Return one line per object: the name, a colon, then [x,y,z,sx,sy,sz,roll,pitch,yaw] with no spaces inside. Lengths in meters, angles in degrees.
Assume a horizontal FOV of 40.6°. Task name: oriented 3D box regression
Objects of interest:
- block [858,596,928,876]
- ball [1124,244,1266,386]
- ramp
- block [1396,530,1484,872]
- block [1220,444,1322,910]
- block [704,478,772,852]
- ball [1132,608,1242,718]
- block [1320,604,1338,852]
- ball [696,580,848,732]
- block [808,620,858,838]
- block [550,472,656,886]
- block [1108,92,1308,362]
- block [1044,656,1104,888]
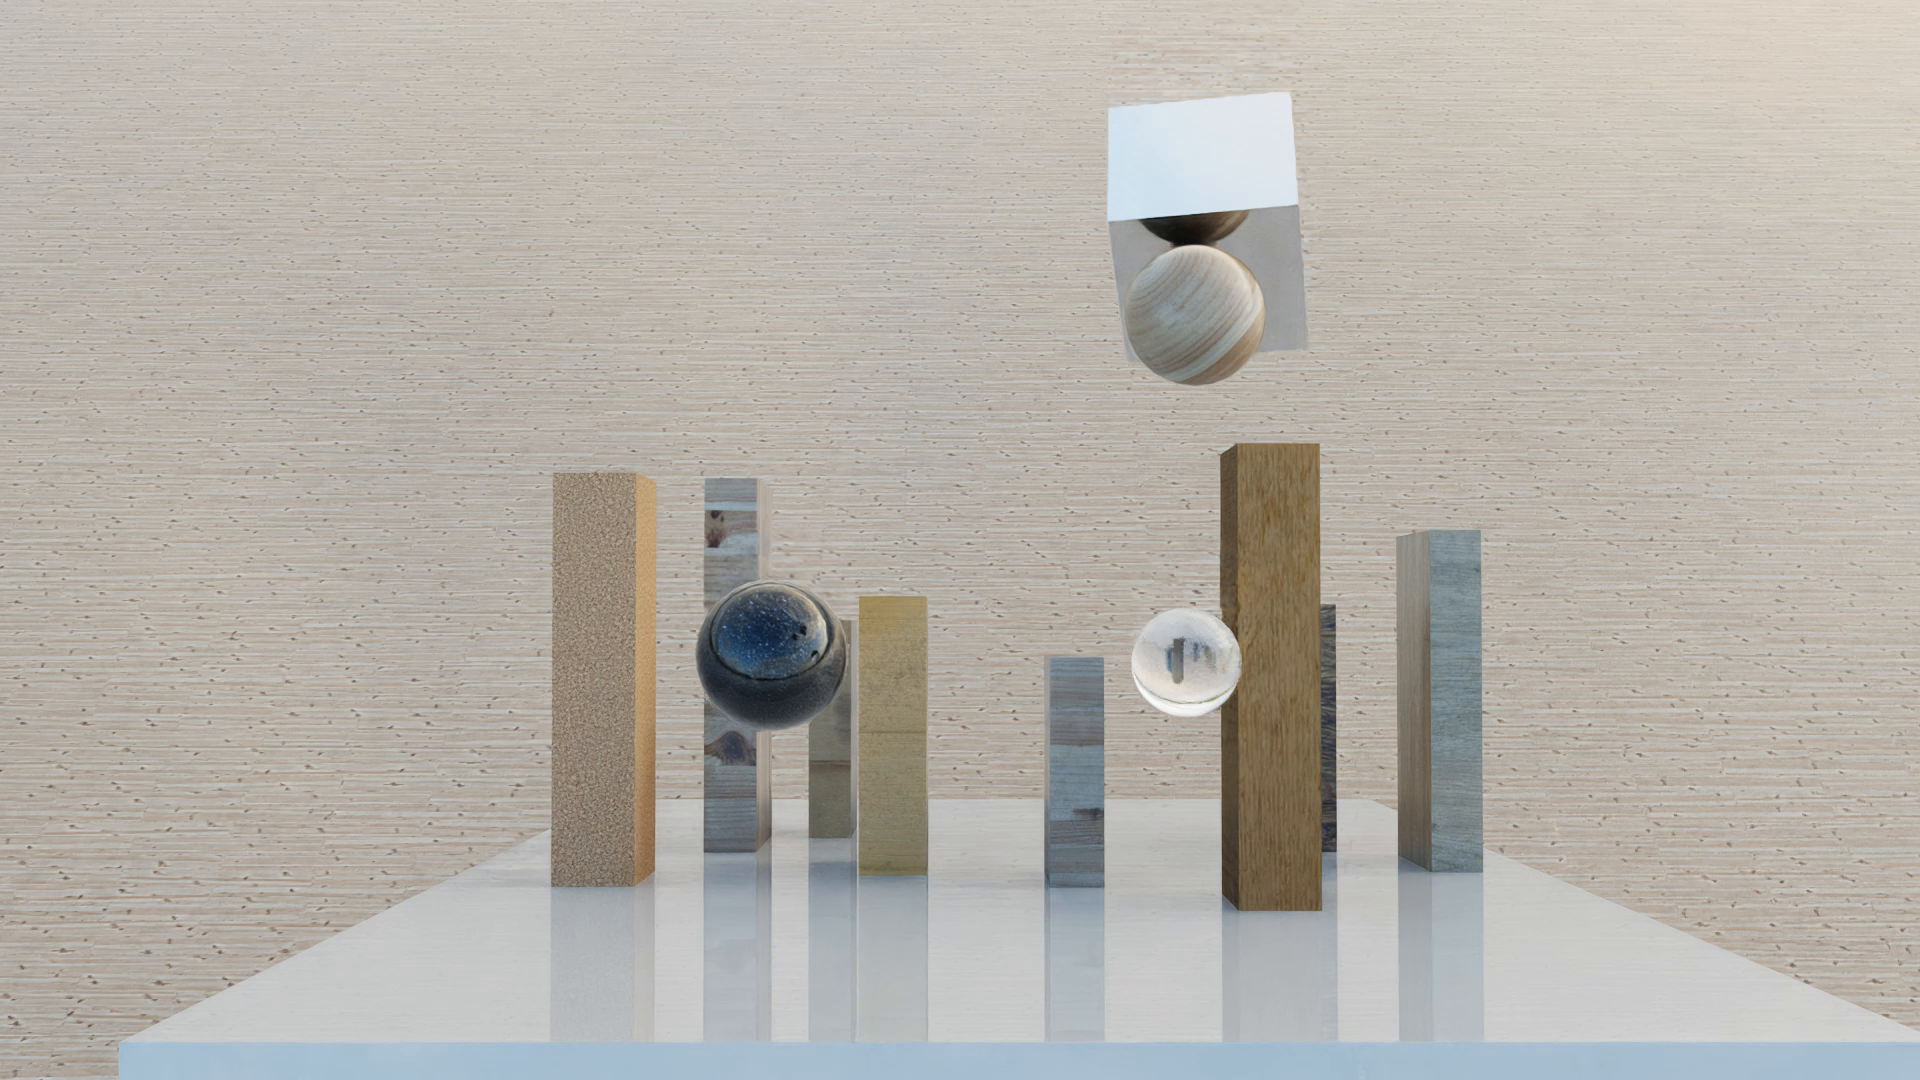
block: [-0.123,0.363,4.913,0.124,0.511,0.306,0,-2,0]
ball: [0.235,-0.225,2.600,0.141,0.141,0.141,0,35,0]
ramp: [0.078,0.667,4.845,2.000,0.100,4.000,0,-2,0]
block: [0.921,0.305,5.005,0.095,0.634,0.373,0,-2,0]
block: [0.513,0.224,4.310,0.133,0.750,0.275,0,-2,0]
block: [-0.464,0.259,5.465,0.106,0.755,0.436,0,-2,0]
ball: [0.257,0.139,2.951,0.125,0.125,0.125,0,35,0]
block: [0.720,0.386,5.452,0.083,0.500,0.398,0,-2,0]
ball: [-0.228,0.139,3.142,0.184,0.184,0.184,0,35,0]
block: [-0.280,0.413,5.762,0.091,0.468,0.331,0,-2,0]
block: [-0.643,0.249,4.711,0.147,0.726,0.305,0,-2,0]
block: [0.266,-0.335,2.782,0.194,0.194,0.194,-4,45,8]
block: [0.205,0.411,4.690,0.095,0.401,0.312,0,-2,0]
